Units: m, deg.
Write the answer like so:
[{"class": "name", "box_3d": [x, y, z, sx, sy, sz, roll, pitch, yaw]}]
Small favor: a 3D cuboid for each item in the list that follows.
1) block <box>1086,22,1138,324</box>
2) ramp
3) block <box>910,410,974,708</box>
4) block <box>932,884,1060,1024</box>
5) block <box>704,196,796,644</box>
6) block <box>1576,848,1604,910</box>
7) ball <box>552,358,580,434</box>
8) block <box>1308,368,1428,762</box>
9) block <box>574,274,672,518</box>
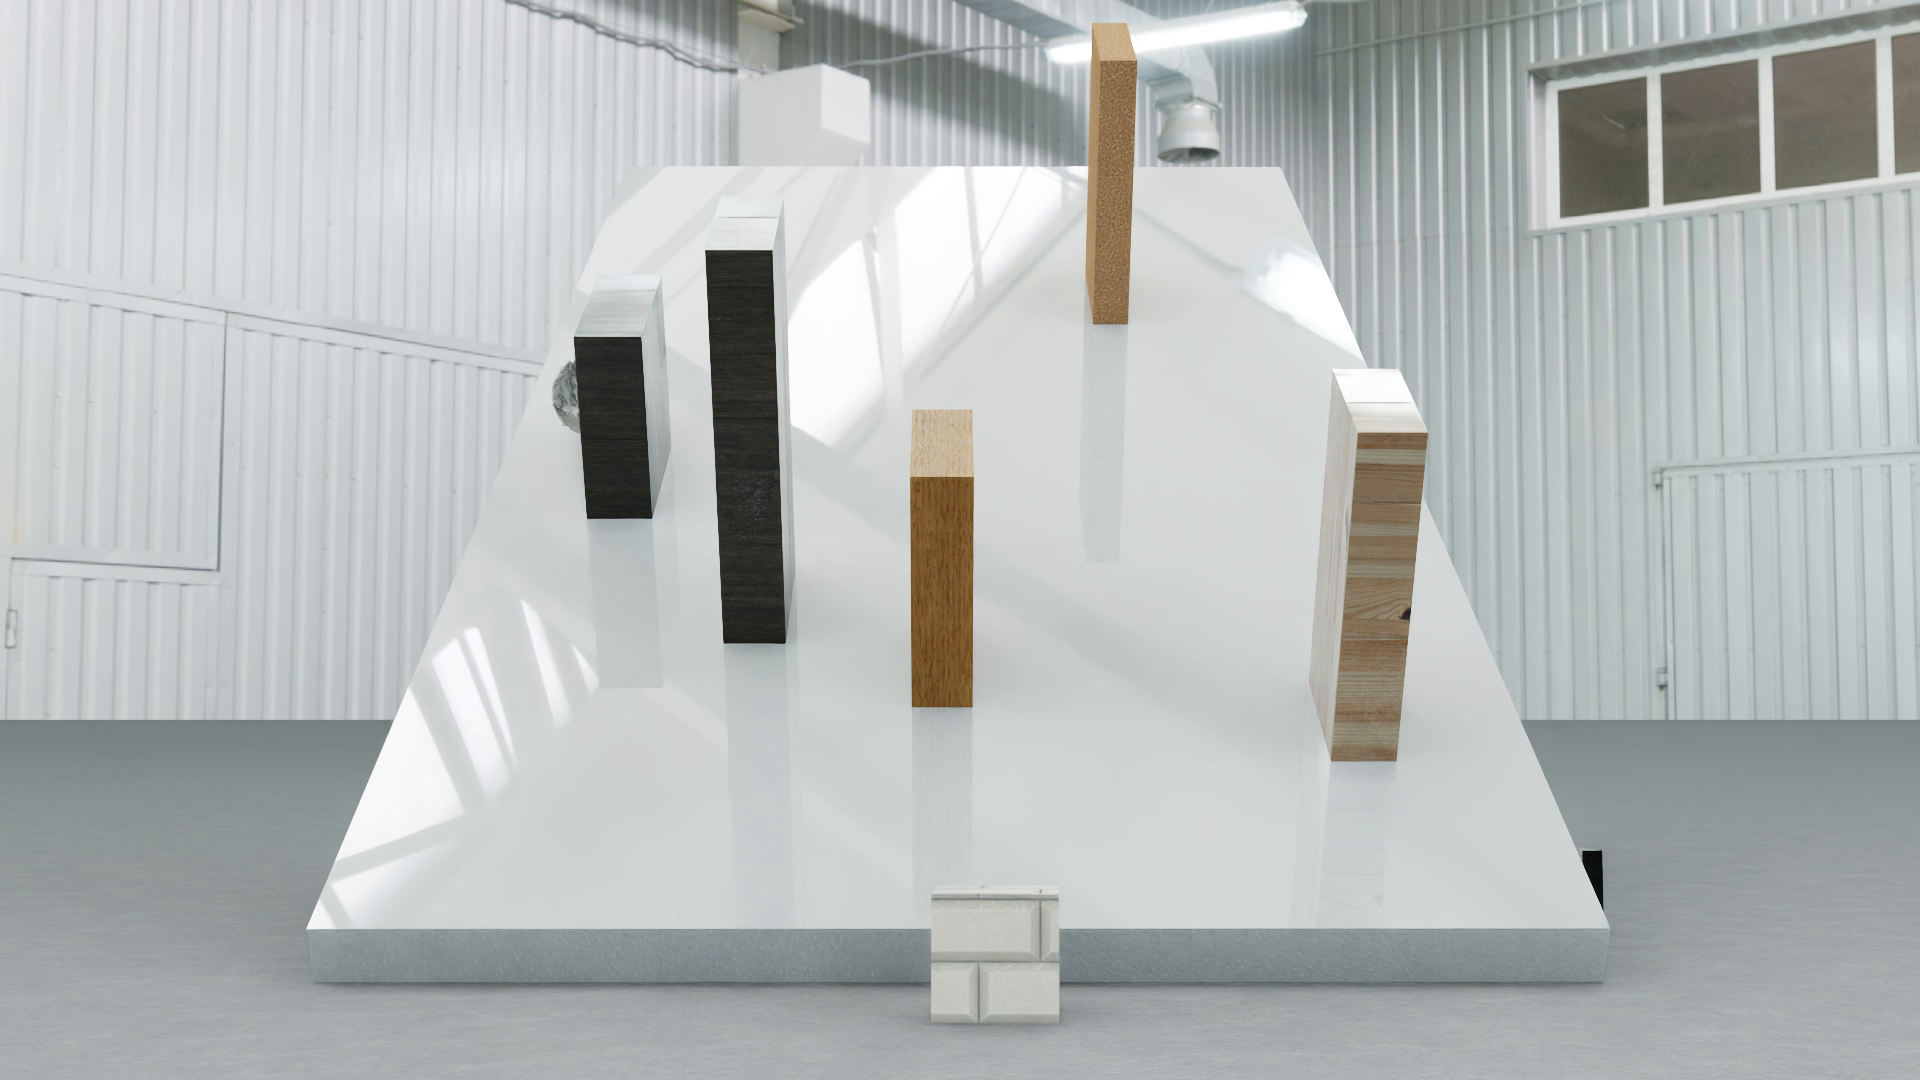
[{"class": "block", "box_3d": [0.383, -0.937, 6.004, 0.089, 0.678, 0.385, 0, 26, 0]}, {"class": "ramp", "box_3d": [-0.010, -0.229, 5.431, 2.000, 0.100, 4.000, 0, 26, 0]}, {"class": "block", "box_3d": [-0.032, 0.031, 4.257, 0.110, 0.453, 0.299, 0, 26, 0]}, {"class": "block", "box_3d": [0.051, 0.571, 3.258, 0.172, 0.172, 0.172, 0, -4, 3]}, {"class": "block", "box_3d": [-0.387, -0.223, 4.407, 0.118, 0.778, 0.312, 0, 26, 0]}, {"class": "block", "box_3d": [1.159, 0.682, 4.619, 0.151, 0.151, 0.151, 1, -4, -10]}, {"class": "ball", "box_3d": [-0.827, -0.325, 5.300, 0.185, 0.185, 0.185, 0, -4, 0]}, {"class": "block", "box_3d": [0.696, 0.044, 4.047, 0.113, 0.616, 0.278, 0, 26, 0]}, {"class": "block", "box_3d": [-0.714, -0.309, 5.010, 0.137, 0.407, 0.375, 0, 26, 0]}]
